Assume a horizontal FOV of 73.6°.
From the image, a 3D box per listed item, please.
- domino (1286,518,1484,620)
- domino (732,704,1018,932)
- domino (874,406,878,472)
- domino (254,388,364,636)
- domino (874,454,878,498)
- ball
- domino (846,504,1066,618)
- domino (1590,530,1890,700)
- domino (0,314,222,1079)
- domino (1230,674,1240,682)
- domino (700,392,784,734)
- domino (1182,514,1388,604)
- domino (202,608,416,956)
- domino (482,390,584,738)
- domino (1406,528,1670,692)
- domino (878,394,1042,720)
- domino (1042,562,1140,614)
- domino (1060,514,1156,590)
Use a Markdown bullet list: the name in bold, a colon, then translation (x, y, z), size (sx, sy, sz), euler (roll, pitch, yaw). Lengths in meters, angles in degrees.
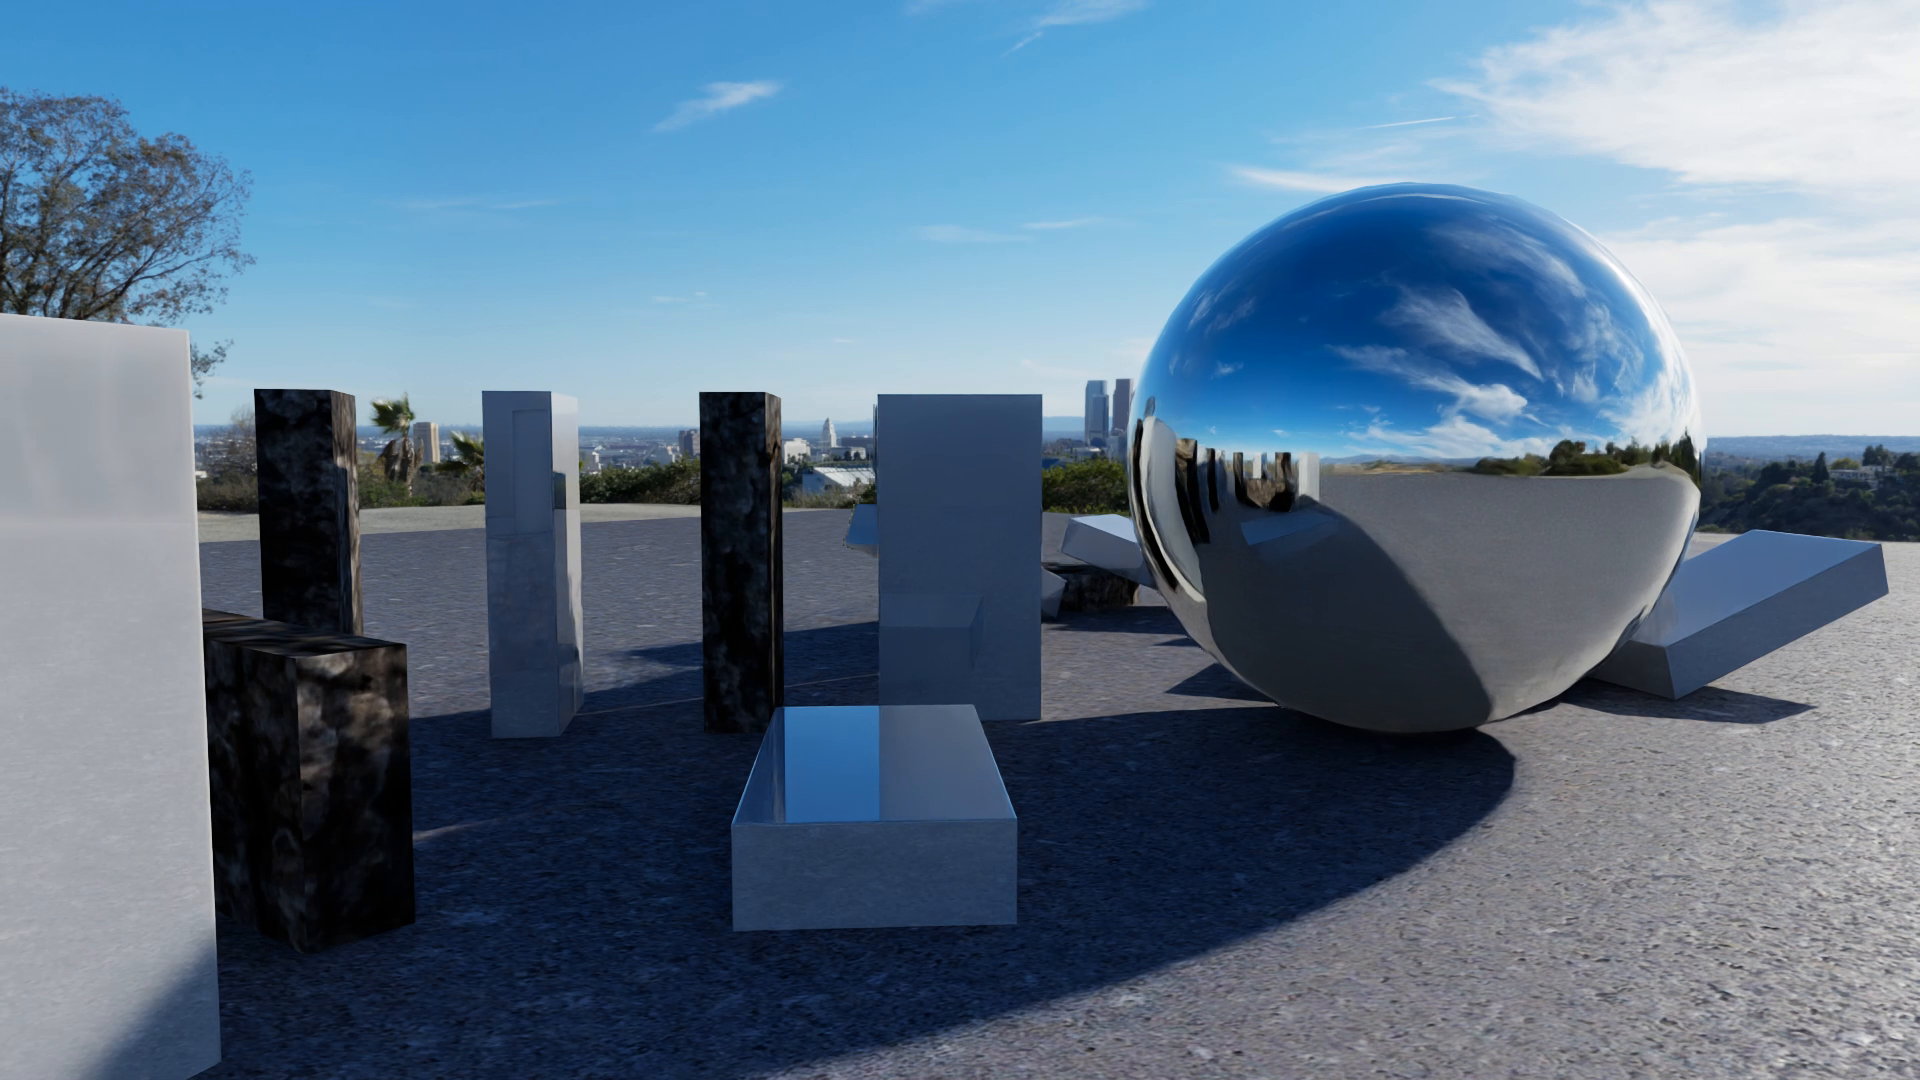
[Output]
- **domino**: translation (0.103, 0.008, 0.293), size (0.025, 0.009, 0.050), euler (-1, 21, -41)
- **domino**: translation (-0.009, 0.028, 0.138), size (0.025, 0.010, 0.050), euler (0, 4, -4)
- **domino**: translation (-0.001, 0.000, 0.226), size (0.025, 0.050, 0.009), euler (0, 20, 4)
- **domino**: translation (-0.096, 0.003, 0.190), size (0.009, 0.050, 0.025), euler (-1, 5, -18)
- **domino**: translation (-0.002, 0.002, 0.247), size (0.025, 0.050, 0.009), euler (0, 44, 4)
- **ball**: translation (0.065, -0.012, 0.190), size (0.080, 0.080, 0.080), euler (0, 4, 0)
- **domino**: translation (0.000, 0.005, 0.304), size (0.025, 0.009, 0.050), euler (3, -18, 44)
- **domino**: translation (0.136, 0.012, 0.231), size (0.050, 0.010, 0.025), euler (-21, 12, -15)
- **domino**: translation (-0.060, 0.012, 0.077), size (0.009, 0.050, 0.025), euler (2, 5, 21)
- **domino**: translation (0.071, 0.019, 0.247), size (0.025, 0.010, 0.050), euler (2, 5, 26)
- **domino**: translation (-0.033, 0.003, 0.200), size (0.009, 0.050, 0.025), euler (0, 4, -3)
- **domino**: translation (0.083, 0.007, 0.317), size (0.025, 0.010, 0.050), euler (-2, 22, -43)
- **domino**: translation (-0.071, 0.021, 0.125), size (0.050, 0.025, 0.009), euler (3, 5, 37)
- **domino**: translation (-0.065, 0.003, 0.196), size (0.009, 0.050, 0.025), euler (-1, 4, -8)
- **domino**: translation (0.105, 0.012, 0.232), size (0.050, 0.009, 0.025), euler (-27, 15, -39)
- **domino**: translation (0.000, 0.002, 0.201), size (0.025, 0.050, 0.009), euler (0, 4, 0)
- **domino**: translation (0.020, 0.012, 0.346), size (0.050, 0.009, 0.025), euler (3, 5, 32)
- **domino**: translation (0.054, 0.006, 0.333), size (0.050, 0.010, 0.025), euler (22, 16, 32)
